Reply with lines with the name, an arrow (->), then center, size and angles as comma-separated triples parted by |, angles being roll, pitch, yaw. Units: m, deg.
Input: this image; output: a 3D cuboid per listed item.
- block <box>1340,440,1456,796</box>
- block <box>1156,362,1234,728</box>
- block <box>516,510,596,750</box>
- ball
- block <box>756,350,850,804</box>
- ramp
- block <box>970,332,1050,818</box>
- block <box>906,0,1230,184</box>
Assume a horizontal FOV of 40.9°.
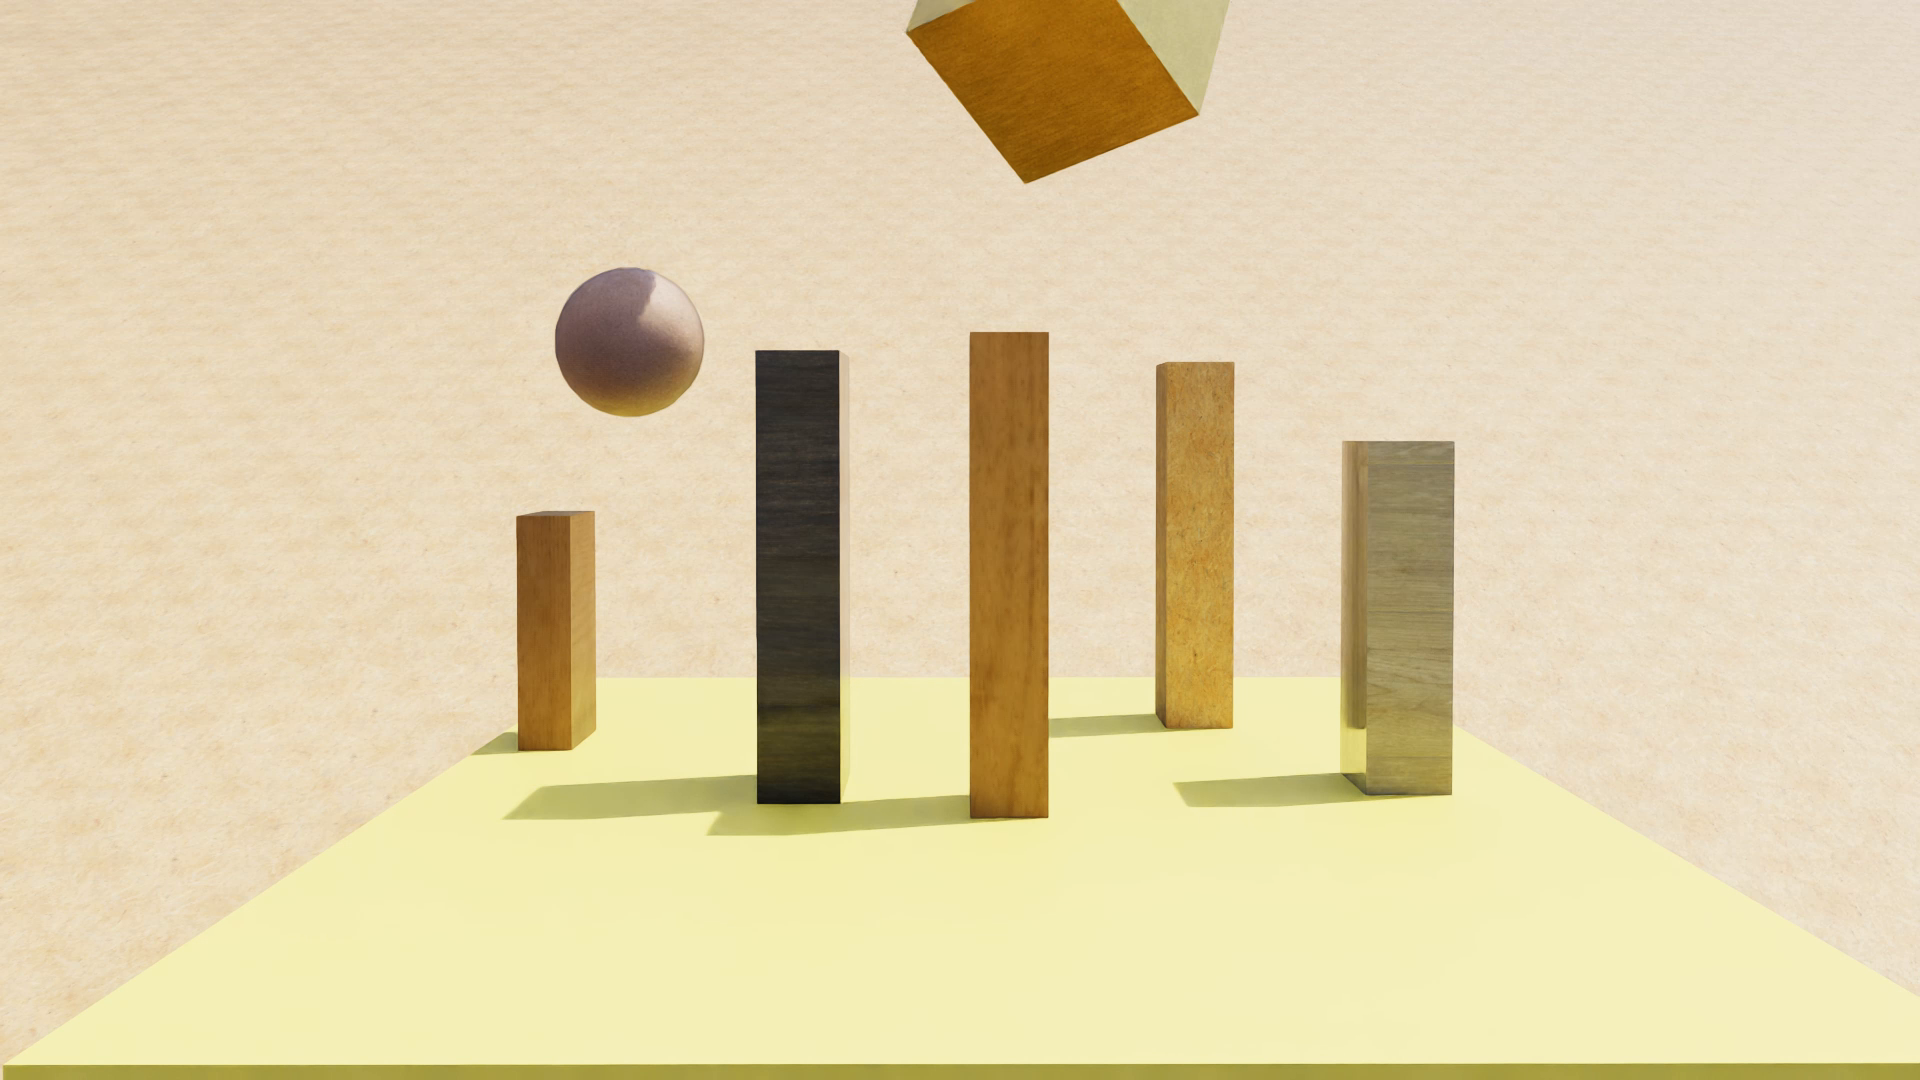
block -> 0.770, 0.128, 4.550 | 0.148, 0.607, 0.300 | 0, 2, 0
block -> 0.503, 0.006, 5.541 | 0.141, 0.770, 0.300 | 0, 2, 0
block -> -0.813, 0.176, 5.205 | 0.105, 0.460, 0.348 | 0, 2, 0
ball -> -0.313, -0.187, 2.439 | 0.142, 0.142, 0.142 | 0, 23, 0
block -> -0.271, 0.055, 4.493 | 0.140, 0.759, 0.394 | 0, 2, 0
ramp -> 0.053, 0.483, 4.539 | 2.000, 0.100, 4.000 | 0, 2, 0
block -> 0.079, 0.052, 4.275 | 0.127, 0.783, 0.278 | 0, 2, 0
block -> 0.104, -0.485, 2.349 | 0.192, 0.192, 0.192 | -17, 40, 34
